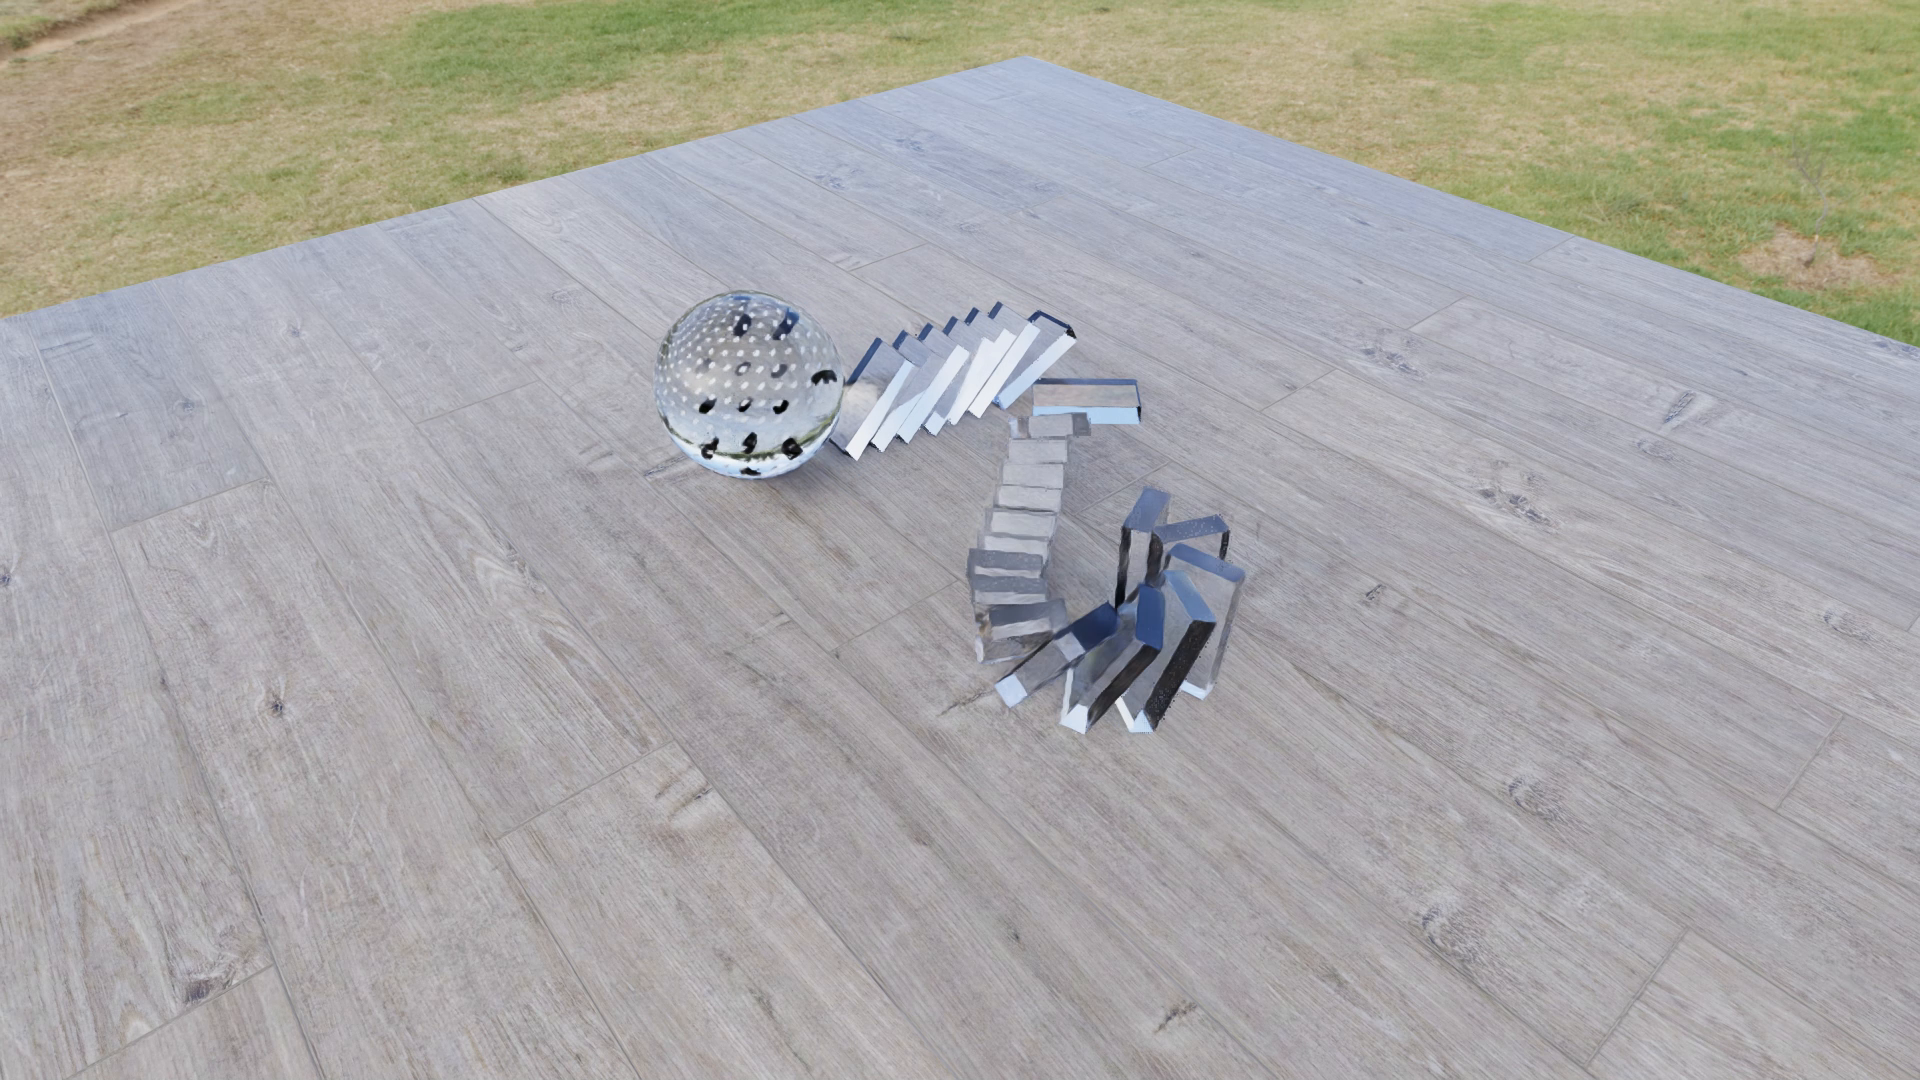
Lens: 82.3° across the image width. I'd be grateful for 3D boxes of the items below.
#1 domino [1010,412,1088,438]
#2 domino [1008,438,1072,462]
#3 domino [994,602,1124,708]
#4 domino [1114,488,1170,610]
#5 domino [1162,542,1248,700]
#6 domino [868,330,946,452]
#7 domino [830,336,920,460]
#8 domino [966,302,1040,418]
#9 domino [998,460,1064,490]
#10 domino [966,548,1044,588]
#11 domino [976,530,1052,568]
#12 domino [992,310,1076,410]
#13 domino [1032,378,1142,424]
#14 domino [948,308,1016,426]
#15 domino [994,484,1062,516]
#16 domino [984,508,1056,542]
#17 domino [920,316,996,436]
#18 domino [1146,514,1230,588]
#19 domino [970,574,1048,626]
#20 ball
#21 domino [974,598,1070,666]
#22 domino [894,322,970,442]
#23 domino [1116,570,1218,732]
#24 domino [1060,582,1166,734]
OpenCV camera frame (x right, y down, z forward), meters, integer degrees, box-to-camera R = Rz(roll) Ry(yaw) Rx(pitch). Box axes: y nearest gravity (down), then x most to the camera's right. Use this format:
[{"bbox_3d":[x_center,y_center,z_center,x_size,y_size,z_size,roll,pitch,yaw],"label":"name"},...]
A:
[{"bbox_3d":[0.039,-0.050,0.484,0.025,0.010,0.050,-5,6,-6],"label":"domino"},{"bbox_3d":[0.033,-0.038,0.468,0.025,0.010,0.050,2,4,2],"label":"domino"},{"bbox_3d":[0.032,0.039,0.366,0.025,0.050,0.009,-28,78,-30],"label":"domino"},{"bbox_3d":[0.066,0.009,0.400,0.009,0.050,0.025,16,42,21],"label":"domino"},{"bbox_3d":[0.079,0.028,0.376,0.025,0.050,0.010,25,38,26],"label":"domino"},{"bbox_3d":[-0.031,-0.068,0.500,0.010,0.050,0.025,25,14,-48],"label":"domino"},{"bbox_3d":[-0.042,-0.064,0.495,0.009,0.050,0.025,25,14,-48],"label":"domino"},{"bbox_3d":[0.014,-0.086,0.522,0.009,0.050,0.025,24,14,-49],"label":"domino"},{"bbox_3d":[0.030,-0.027,0.455,0.025,0.010,0.050,5,4,5],"label":"domino"},{"bbox_3d":[0.017,0.014,0.398,0.025,0.050,0.010,5,78,6],"label":"domino"},{"bbox_3d":[0.021,0.004,0.414,0.025,0.009,0.050,5,-3,6],"label":"domino"},{"bbox_3d":[0.030,-0.088,0.534,0.050,0.010,0.025,-44,49,-9],"label":"domino"},{"bbox_3d":[0.060,-0.067,0.525,0.050,0.010,0.025,1,39,1],"label":"domino"},{"bbox_3d":[0.002,-0.082,0.517,0.010,0.050,0.025,24,14,-49],"label":"domino"},{"bbox_3d":[0.028,-0.017,0.443,0.025,0.009,0.050,5,4,6],"label":"domino"},{"bbox_3d":[0.024,-0.005,0.426,0.025,0.010,0.050,5,-1,6],"label":"domino"},{"bbox_3d":[-0.007,-0.076,0.510,0.009,0.050,0.025,24,13,-48],"label":"domino"},{"bbox_3d":[0.079,0.016,0.392,0.025,0.050,0.009,-11,39,-13],"label":"domino"},{"bbox_3d":[0.017,0.022,0.388,0.025,0.050,0.010,3,77,3],"label":"domino"},{"bbox_3d":[-0.089,-0.066,0.468,0.080,0.080,0.080,0,39,0],"label":"ball"},{"bbox_3d":[0.020,0.032,0.375,0.025,0.050,0.009,-9,75,-7],"label":"domino"},{"bbox_3d":[-0.019,-0.072,0.505,0.010,0.050,0.025,25,15,-48],"label":"domino"},{"bbox_3d":[0.066,0.037,0.366,0.009,0.050,0.025,6,36,-23],"label":"domino"},{"bbox_3d":[0.050,0.040,0.363,0.009,0.050,0.025,25,42,-8],"label":"domino"}]
